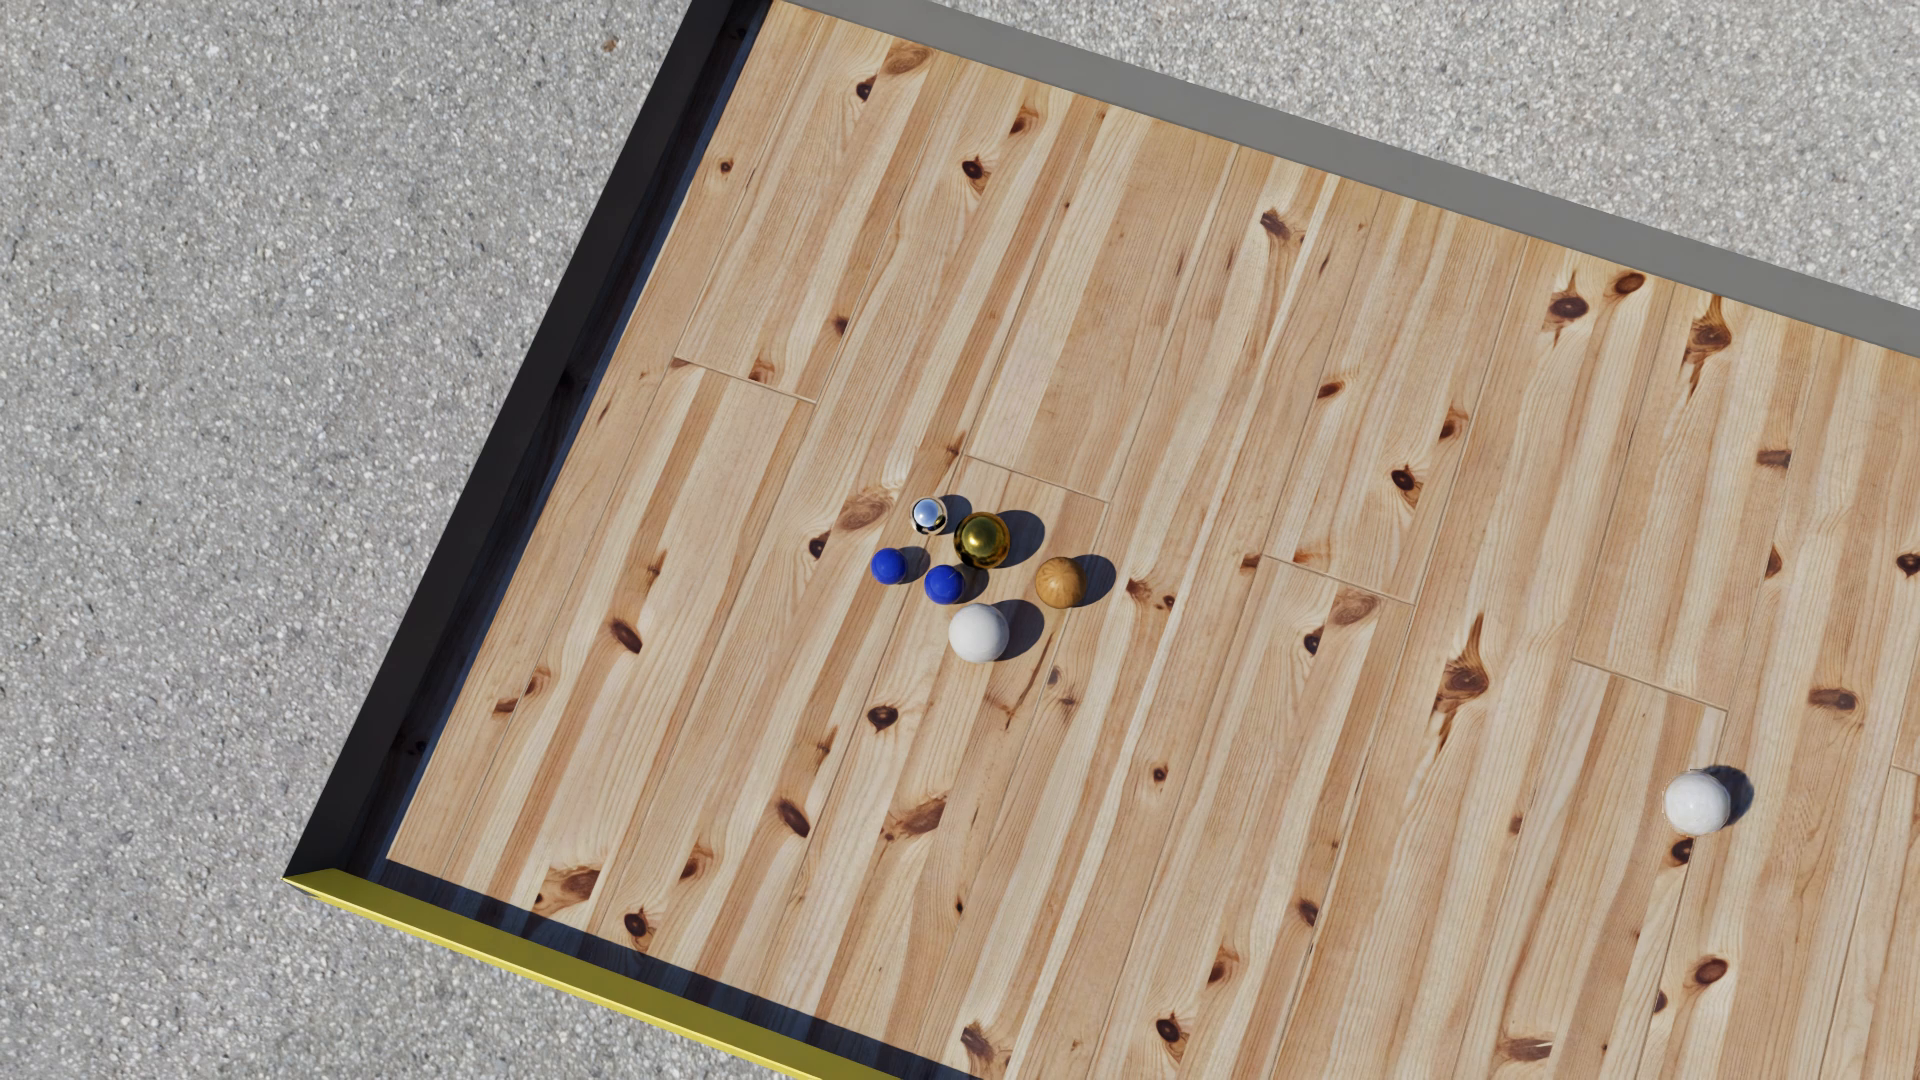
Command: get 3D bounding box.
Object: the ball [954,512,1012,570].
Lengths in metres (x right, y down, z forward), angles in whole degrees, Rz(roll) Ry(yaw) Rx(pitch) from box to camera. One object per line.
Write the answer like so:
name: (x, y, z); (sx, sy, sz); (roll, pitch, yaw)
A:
ball: (0.035, 0.001, 3.417); (0.091, 0.091, 0.091); (0, 71, 0)

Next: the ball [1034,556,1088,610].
ball: (0.156, 0.066, 3.400); (0.082, 0.082, 0.082); (0, 71, 0)

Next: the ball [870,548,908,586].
ball: (-0.110, 0.041, 3.420); (0.059, 0.059, 0.059); (0, 71, 0)

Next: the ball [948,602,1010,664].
ball: (0.029, 0.143, 3.366); (0.094, 0.094, 0.094); (0, 71, 0)

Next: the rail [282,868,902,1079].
rail: (0.409, 0.958, 3.062); (2.933, 0.123, 0.045); (19, 72, 6)

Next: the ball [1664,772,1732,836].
ball: (1.099, 0.393, 3.277); (0.095, 0.095, 0.095); (0, 71, 0)

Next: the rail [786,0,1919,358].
rail: (0.970, -0.504, 3.578); (2.933, 0.123, 0.045); (19, 72, 6)

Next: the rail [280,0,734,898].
rail: (-0.667, -0.236, 3.483); (0.045, 0.123, 1.695); (19, 72, 6)

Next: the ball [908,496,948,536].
ball: (-0.050, -0.038, 3.446); (0.064, 0.064, 0.064); (0, 71, 0)

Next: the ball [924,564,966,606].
ball: (-0.024, 0.069, 3.408); (0.064, 0.064, 0.064); (0, 71, 0)
